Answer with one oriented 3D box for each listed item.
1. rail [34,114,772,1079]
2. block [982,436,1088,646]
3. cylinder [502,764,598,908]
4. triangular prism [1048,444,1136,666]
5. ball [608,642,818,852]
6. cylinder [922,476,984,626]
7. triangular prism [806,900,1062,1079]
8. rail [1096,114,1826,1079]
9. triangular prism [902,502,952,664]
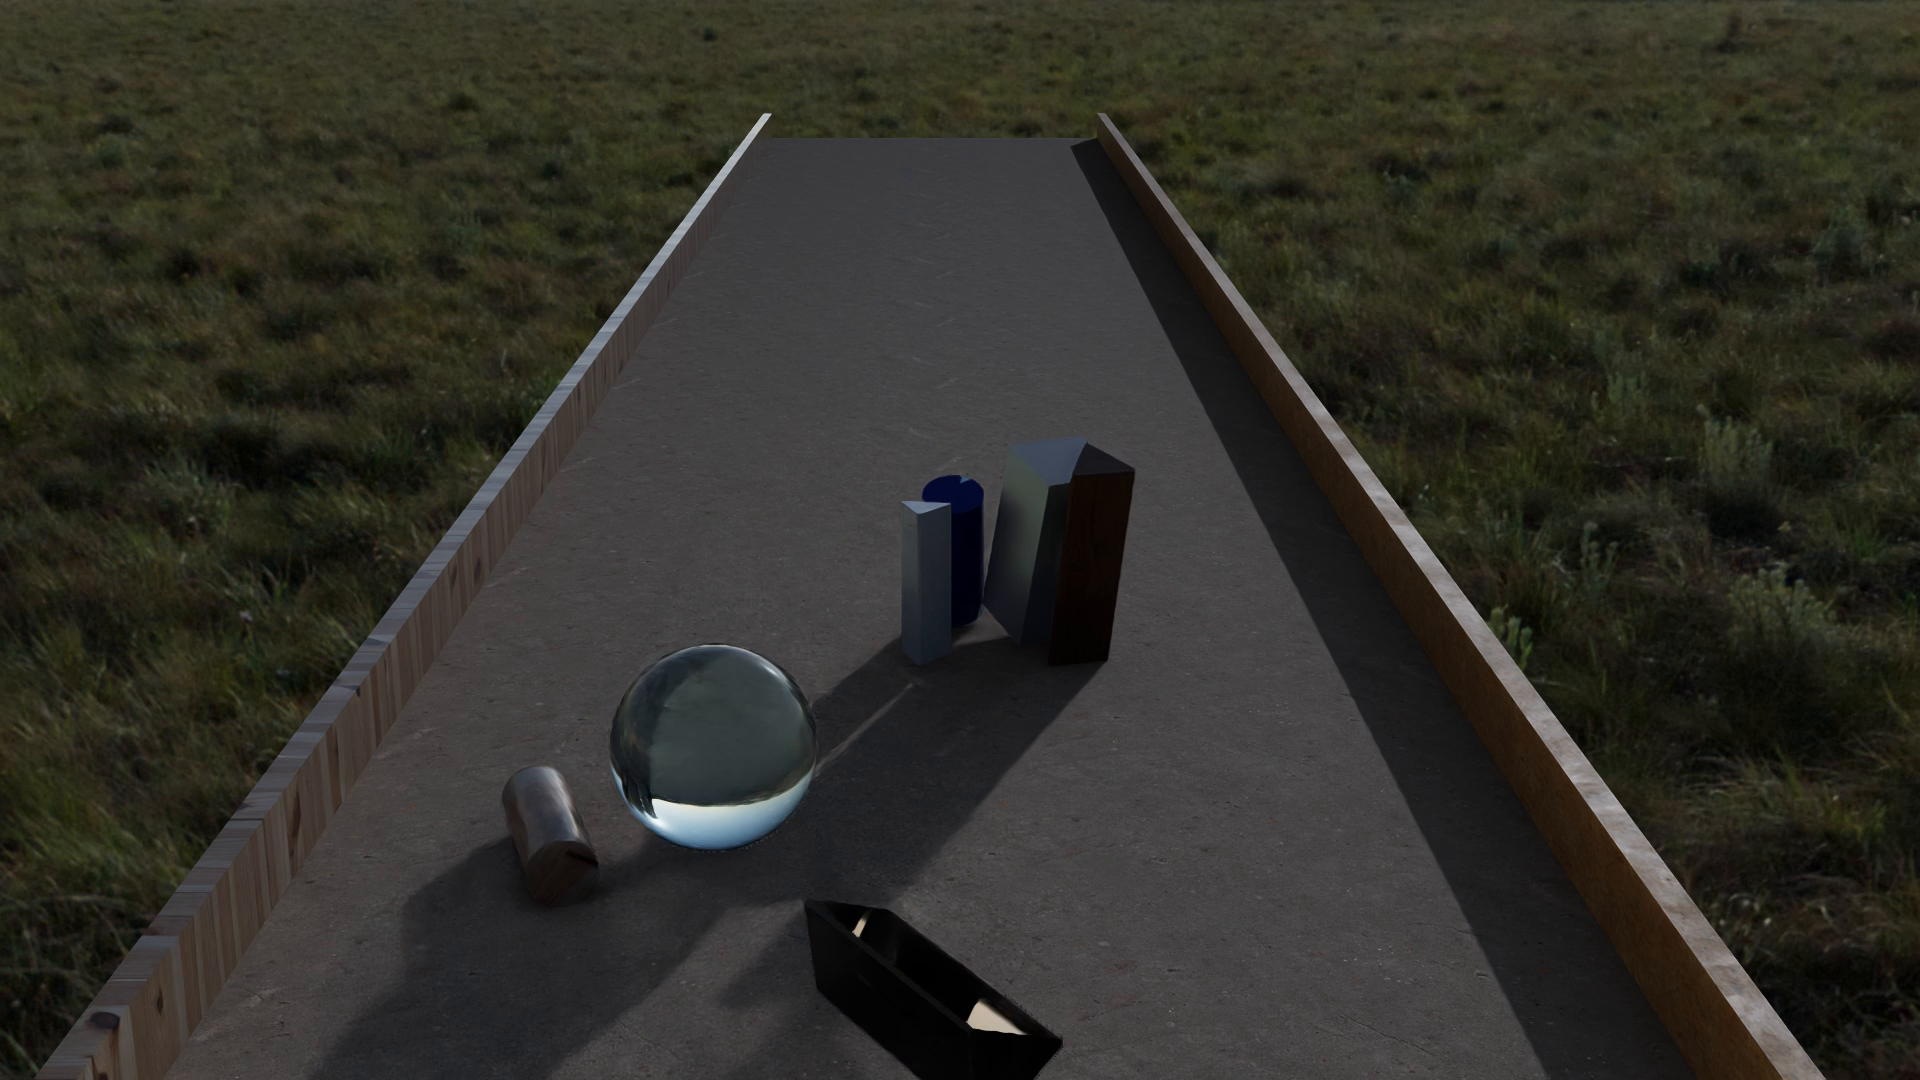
[{"bbox_3d":[-1.118,-0.838,7.780,0.050,0.150,12.000,0,17,-1],"label":"rail"},{"bbox_3d":[0.183,0.002,4.493,0.165,0.383,0.165,-9,36,-27],"label":"block"},{"bbox_3d":[-0.649,0.464,3.472,0.111,0.111,0.311,-5,17,-17],"label":"cylinder"},{"bbox_3d":[0.241,0.029,4.324,0.125,0.444,0.108,-5,34,-15],"label":"triangular prism"},{"bbox_3d":[-0.395,0.332,3.528,0.333,0.333,0.333,0,17,0],"label":"ball"},{"bbox_3d":[-0.013,0.024,4.571,0.127,0.303,0.127,0,40,0],"label":"cylinder"},{"bbox_3d":[-0.067,0.591,2.899,0.148,0.128,0.429,-46,33,-13],"label":"triangular prism"},{"bbox_3d":[0.932,-0.844,7.801,0.050,0.150,12.000,0,17,-1],"label":"rail"},{"bbox_3d":[-0.083,0.081,4.405,0.086,0.314,0.100,13,21,37],"label":"triangular prism"}]
